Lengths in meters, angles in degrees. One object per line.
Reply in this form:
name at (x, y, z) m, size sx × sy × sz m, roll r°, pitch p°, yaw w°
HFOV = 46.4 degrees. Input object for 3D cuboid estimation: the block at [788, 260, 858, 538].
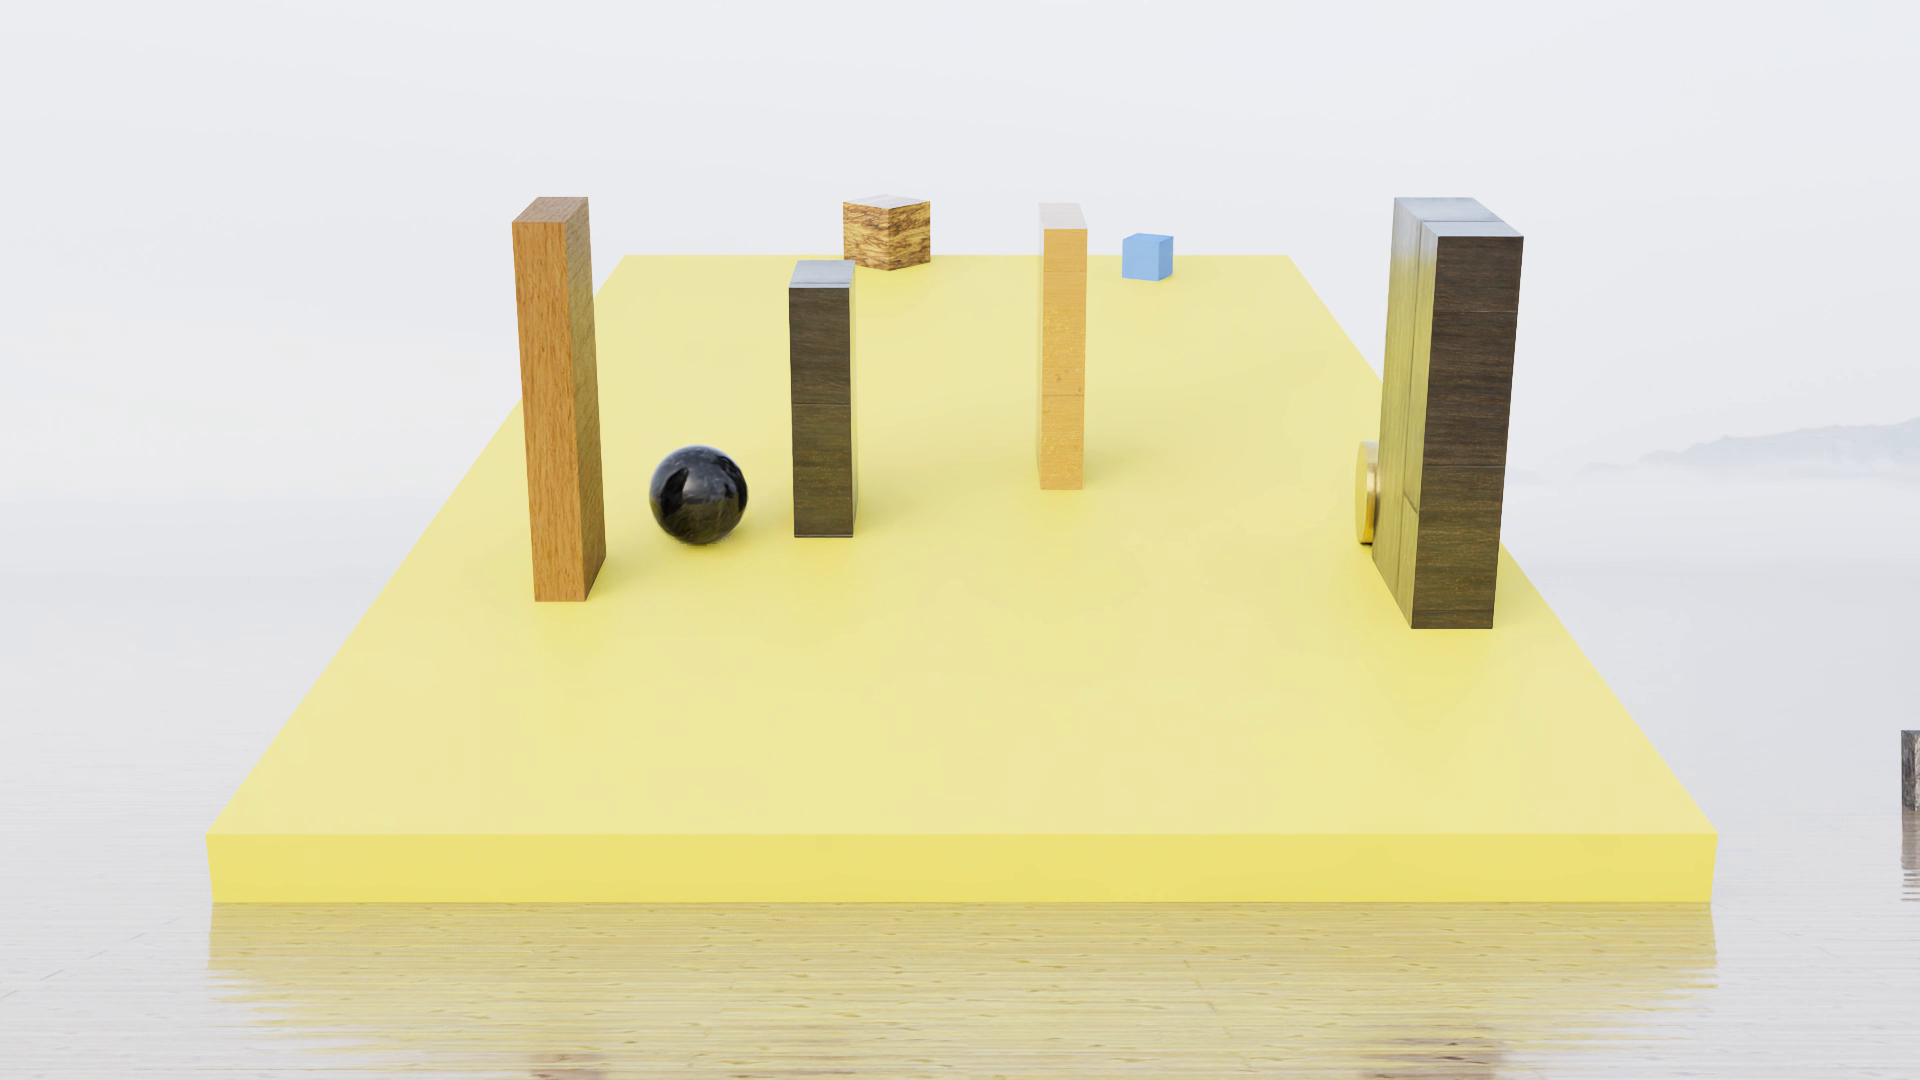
block at (-0.253, -0.268, 4.201) m, size 0.109 × 0.471 × 0.255 m, roll 0°, pitch 18°, yaw 0°

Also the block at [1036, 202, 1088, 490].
block at (0.202, -0.393, 4.504) m, size 0.084 × 0.522 × 0.295 m, roll 0°, pitch 18°, yaw 0°

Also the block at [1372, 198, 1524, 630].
block at (0.812, -0.220, 3.769) m, size 0.135 × 0.654 × 0.364 m, roll 0°, pitch 18°, yaw 0°

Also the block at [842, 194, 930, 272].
block at (-0.216, -0.909, 6.612) m, size 0.182 × 0.182 × 0.182 m, roll 15°, pitch 24°, yaw 39°

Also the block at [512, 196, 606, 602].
block at (-0.682, -0.242, 3.834) m, size 0.086 × 0.651 × 0.248 m, roll 0°, pitch 18°, yaw 0°

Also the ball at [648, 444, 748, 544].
ball at (-0.480, -0.084, 4.103) m, size 0.184 × 0.184 × 0.184 m, roll 0°, pitch -1°, yaw 0°

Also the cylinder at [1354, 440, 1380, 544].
cylinder at (0.830, -0.087, 4.108) m, size 0.189 × 0.189 × 0.189 m, roll 1°, pitch -1°, yaw 3°

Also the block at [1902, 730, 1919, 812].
block at (1.836, 0.429, 4.159) m, size 0.141 × 0.141 × 0.141 m, roll 0°, pitch -1°, yaw 13°

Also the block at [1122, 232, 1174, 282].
block at (0.540, -0.814, 6.438) m, size 0.112 × 0.112 × 0.112 m, roll 9°, pitch 20°, yaw 25°

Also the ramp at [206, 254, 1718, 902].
ramp at (-0.004, -0.189, 4.876) m, size 2.000 × 0.100 × 4.000 m, roll 0°, pitch 18°, yaw 0°
